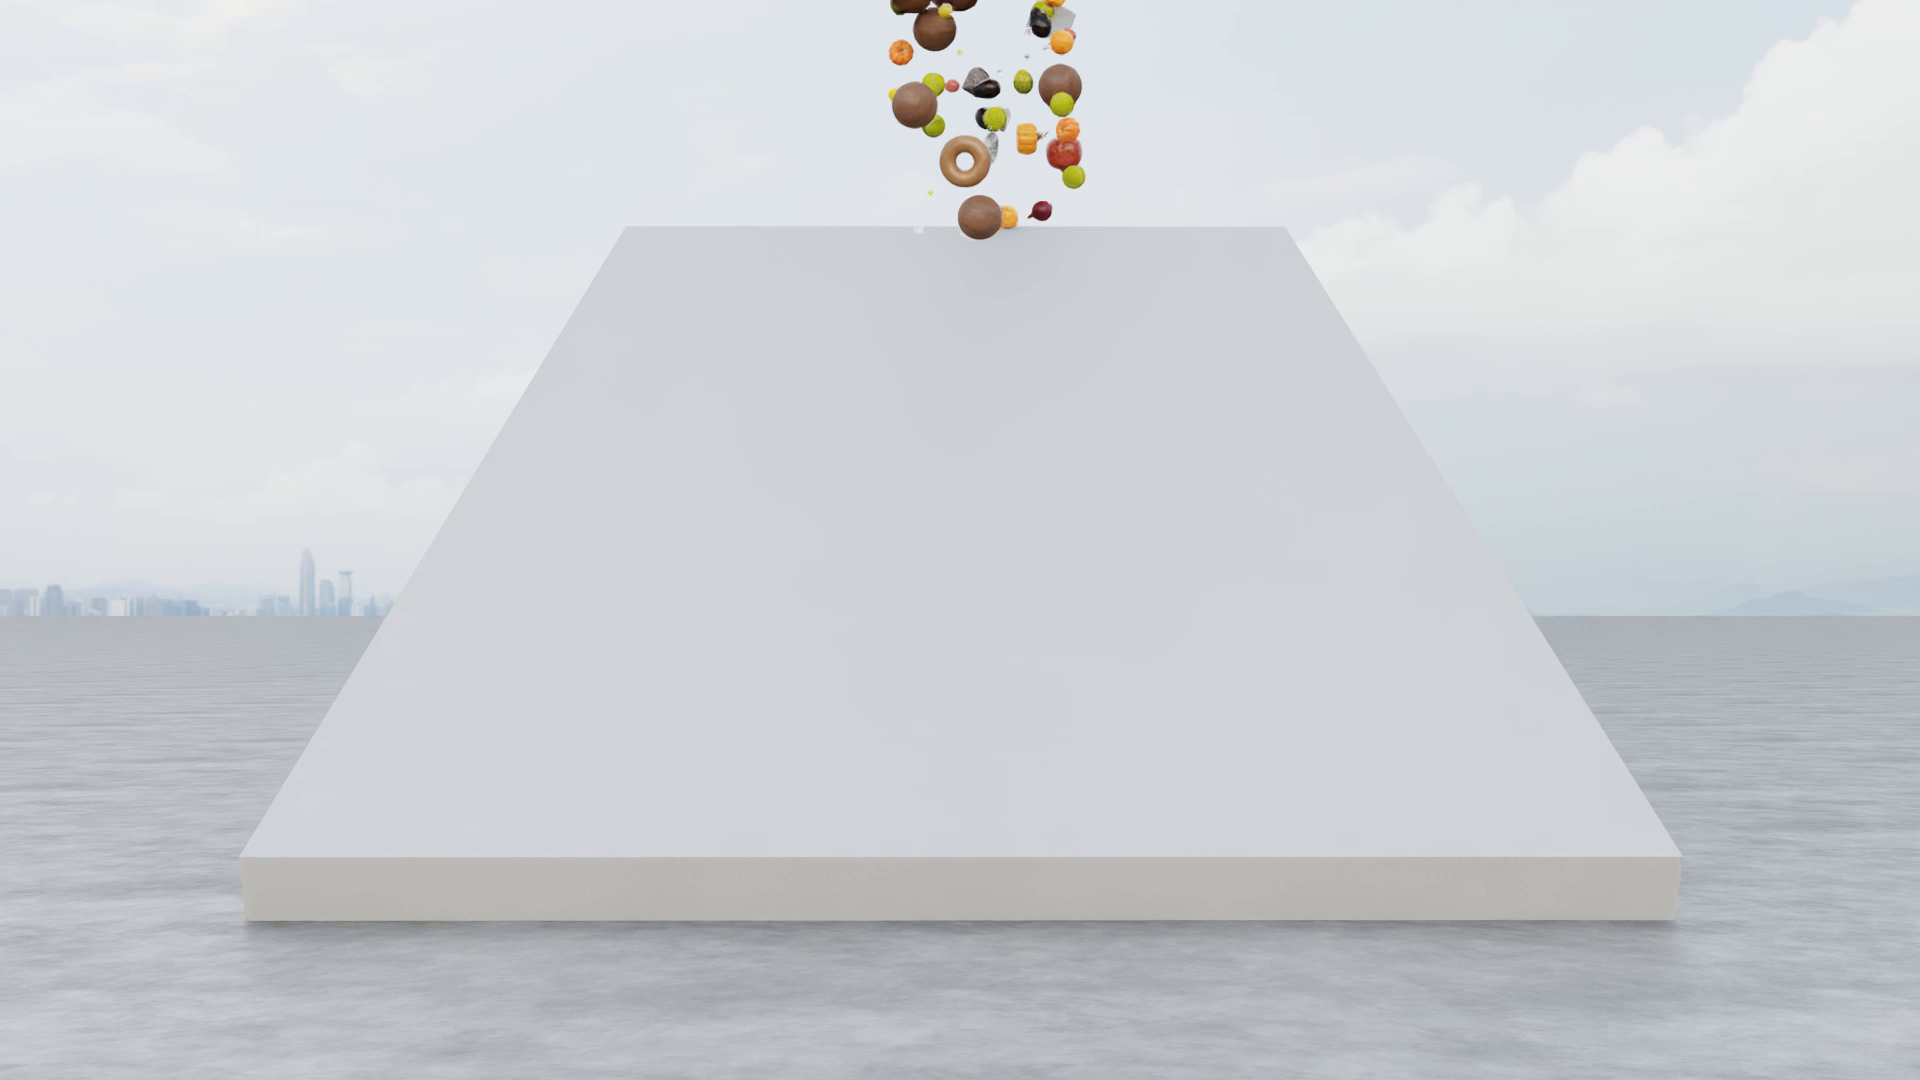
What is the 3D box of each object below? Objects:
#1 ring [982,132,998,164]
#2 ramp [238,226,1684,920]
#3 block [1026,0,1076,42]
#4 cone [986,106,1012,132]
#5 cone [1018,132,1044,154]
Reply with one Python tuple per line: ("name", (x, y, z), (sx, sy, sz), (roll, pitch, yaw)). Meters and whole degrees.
("ring", (0.091, -1.173, 6.802), (0.033, 0.098, 0.098), (12, 1, 13))
("ramp", (-0.005, -0.210, 5.038), (2.000, 0.100, 4.000), (0, 20, 0))
("block", (0.277, -1.574, 6.882), (0.092, 0.092, 0.092), (16, 10, -41))
("cone", (0.125, -1.251, 6.843), (0.078, 0.078, 0.078), (0, -27, 15))
("cone", (0.220, -1.190, 6.712), (0.070, 0.070, 0.070), (-26, -4, 5))
